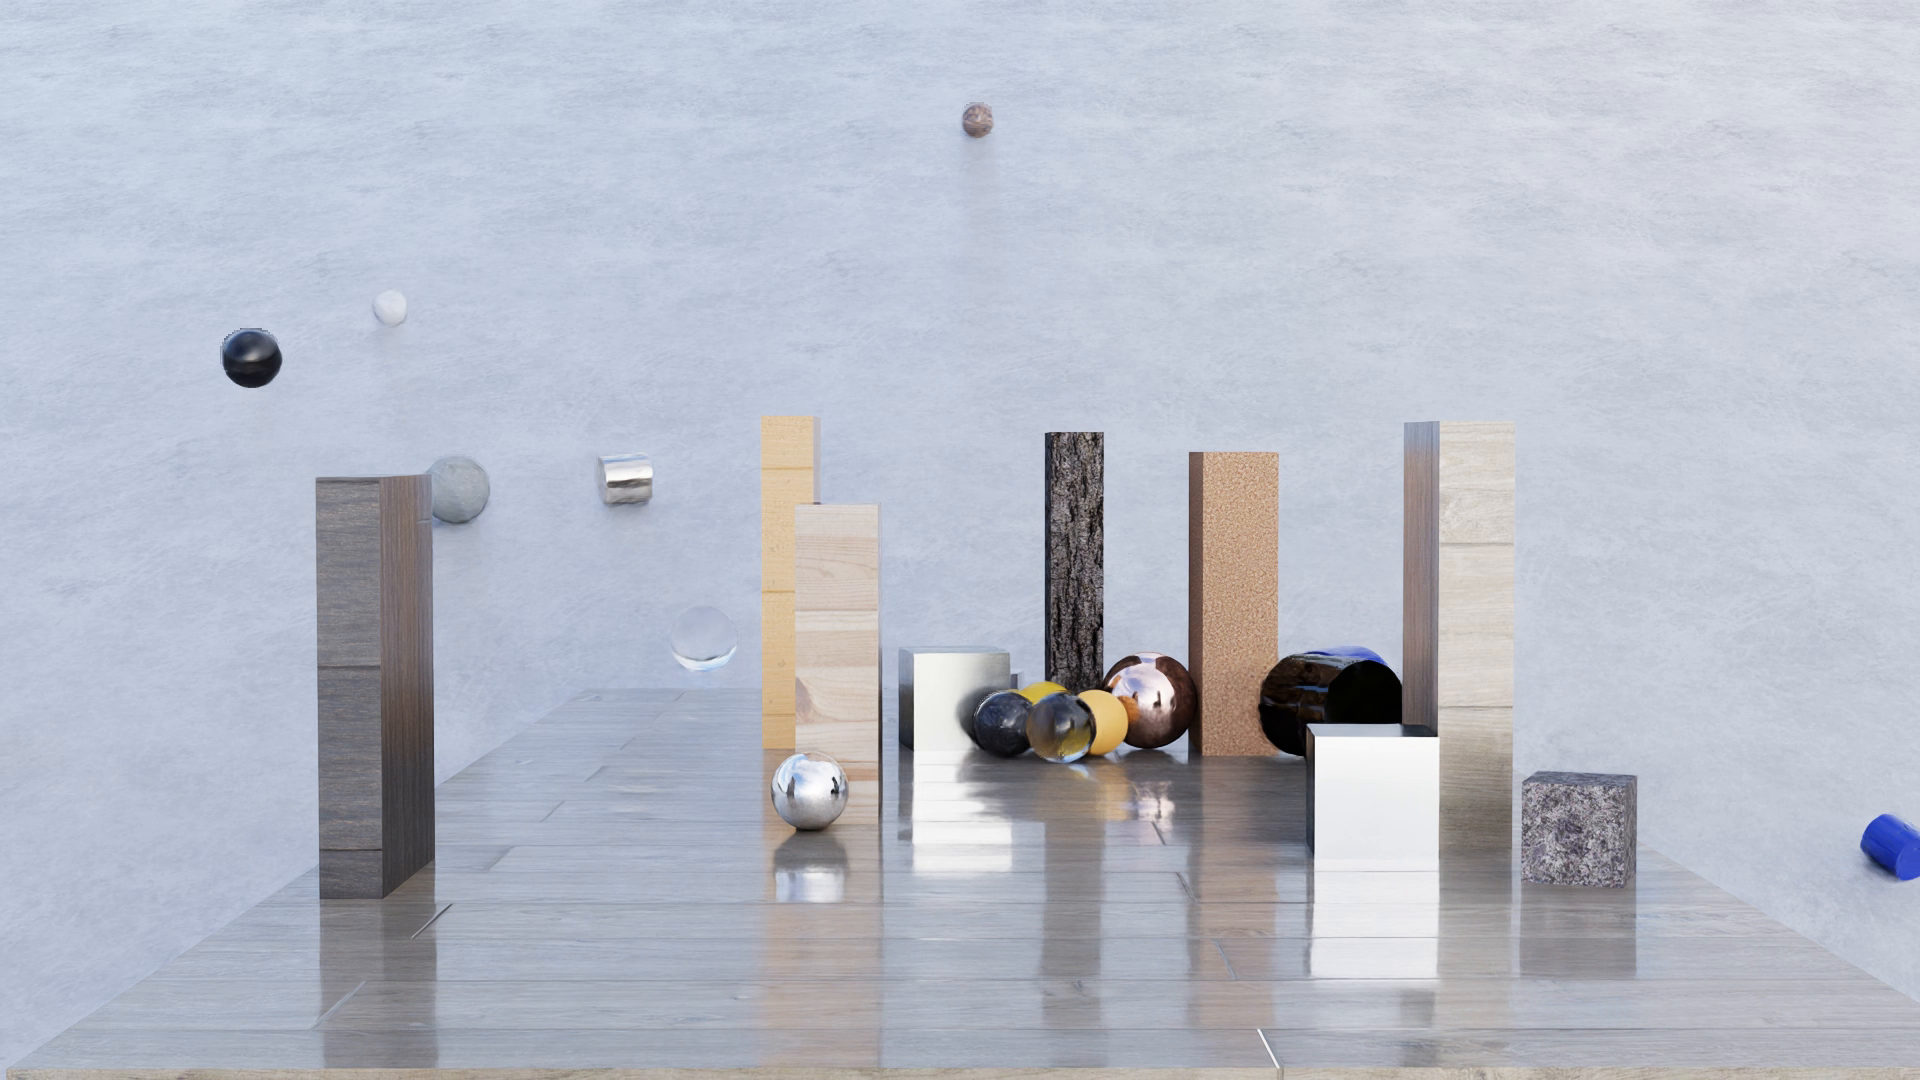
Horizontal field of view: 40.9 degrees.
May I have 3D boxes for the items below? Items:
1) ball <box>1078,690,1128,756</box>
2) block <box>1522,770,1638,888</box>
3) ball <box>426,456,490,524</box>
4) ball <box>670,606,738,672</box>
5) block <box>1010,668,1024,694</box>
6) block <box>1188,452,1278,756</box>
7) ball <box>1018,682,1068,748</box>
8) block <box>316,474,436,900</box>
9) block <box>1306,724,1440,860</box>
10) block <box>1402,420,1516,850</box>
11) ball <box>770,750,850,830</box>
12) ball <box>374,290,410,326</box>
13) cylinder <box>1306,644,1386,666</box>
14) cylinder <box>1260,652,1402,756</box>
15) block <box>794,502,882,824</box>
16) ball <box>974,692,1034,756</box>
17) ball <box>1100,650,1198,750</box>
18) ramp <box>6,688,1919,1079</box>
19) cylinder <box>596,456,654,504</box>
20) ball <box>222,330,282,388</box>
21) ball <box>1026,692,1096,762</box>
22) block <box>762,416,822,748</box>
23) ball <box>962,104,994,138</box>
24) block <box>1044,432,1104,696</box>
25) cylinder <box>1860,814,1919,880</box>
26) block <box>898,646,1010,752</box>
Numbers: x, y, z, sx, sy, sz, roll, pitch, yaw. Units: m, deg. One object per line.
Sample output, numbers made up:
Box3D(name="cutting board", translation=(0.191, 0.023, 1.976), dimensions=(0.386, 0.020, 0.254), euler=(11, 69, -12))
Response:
Box3D(name="ball", translation=(0.268, 0.362, 5.109), dimensions=(0.131, 0.131, 0.131), euler=(0, 24, 0))
Box3D(name="block", translation=(0.882, 0.410, 3.666), dimensions=(0.141, 0.141, 0.141), euler=(1, 2, 22))
Box3D(name="ball", translation=(-1.509, -0.151, 7.702), dimensions=(0.203, 0.203, 0.203), euler=(0, 24, 0))
Box3D(name="ball", translation=(-0.677, 0.262, 6.807), dimensions=(0.178, 0.178, 0.178), euler=(0, 24, 0))
Box3D(name="block", translation=(0.078, 0.348, 5.709), dimensions=(0.116, 0.116, 0.116), euler=(0, 2, 9))
Box3D(name="block", translation=(0.555, 0.121, 5.260), dimensions=(0.149, 0.602, 0.319), euler=(0, 2, 0))
Box3D(name="ball", translation=(0.171, 0.355, 5.203), dimensions=(0.140, 0.140, 0.140), euler=(0, 24, 0))
Box3D(name="block", translation=(-0.827, 0.195, 3.661), dimensions=(0.086, 0.573, 0.352), euler=(0, 2, 0))
Box3D(name="block", translation=(0.624, 0.380, 3.913), dimensions=(0.182, 0.182, 0.182), euler=(0, 2, 4))
Box3D(name="block", translation=(0.783, 0.140, 4.068), dimensions=(0.114, 0.652, 0.314), euler=(0, 2, 0))
Box3D(name="ball", translation=(-0.240, 0.401, 4.124), dimensions=(0.126, 0.126, 0.126), euler=(0, 24, 0))
Box3D(name="ball", translation=(-2.063, -0.841, 9.343), dimensions=(0.129, 0.129, 0.129), euler=(0, 24, 0))
Box3D(name="cylinder", translation=(0.766, 0.321, 5.277), dimensions=(0.201, 0.201, 0.201), euler=(13, 8, 27))
Box3D(name="cylinder", translation=(0.727, 0.329, 5.024), dimensions=(0.204, 0.204, 0.204), euler=(-14, 9, -29))
Box3D(name="block", translation=(-0.200, 0.198, 4.309), dimensions=(0.134, 0.519, 0.257), euler=(0, 2, 0))
Box3D(name="ball", translation=(0.093, 0.364, 5.094), dimensions=(0.129, 0.129, 0.129), euler=(0, 24, 0))
Box3D(name="ball", translation=(0.382, 0.324, 5.223), dimensions=(0.199, 0.199, 0.199), euler=(0, 24, 0))
Box3D(name="ramp", translation=(0.055, 0.499, 4.546), dimensions=(2.000, 0.100, 4.000), euler=(0, 2, 0))
Box3D(name="cylinder", translation=(-1.020, -0.185, 7.843), dimensions=(0.141, 0.141, 0.141), euler=(-2, 23, -25))
Box3D(name="ball", translation=(-2.405, -0.615, 8.749), dimensions=(0.200, 0.200, 0.200), euler=(0, 24, 0))
Box3D(name="ball", translation=(0.197, 0.364, 4.996), dimensions=(0.137, 0.137, 0.137), euler=(0, 24, 0))
Box3D(name="block", translation=(-0.350, 0.081, 5.376), dimensions=(0.105, 0.676, 0.301), euler=(0, 2, 0))
Box3D(name="ball", translation=(0.081, -1.903, 11.699), dimensions=(0.152, 0.152, 0.152), euler=(0, 24, 0))
Box3D(name="block", translation=(0.239, 0.094, 5.448), dimensions=(0.108, 0.643, 0.372), euler=(0, 2, 0))
Box3D(name="cylinder", translation=(2.147, 0.703, 5.898), dimensions=(0.113, 0.113, 0.113), euler=(-10, 26, -21))
Box3D(name="block", translation=(-0.013, 0.323, 5.289), dimensions=(0.197, 0.197, 0.197), euler=(0, 2, -11))
